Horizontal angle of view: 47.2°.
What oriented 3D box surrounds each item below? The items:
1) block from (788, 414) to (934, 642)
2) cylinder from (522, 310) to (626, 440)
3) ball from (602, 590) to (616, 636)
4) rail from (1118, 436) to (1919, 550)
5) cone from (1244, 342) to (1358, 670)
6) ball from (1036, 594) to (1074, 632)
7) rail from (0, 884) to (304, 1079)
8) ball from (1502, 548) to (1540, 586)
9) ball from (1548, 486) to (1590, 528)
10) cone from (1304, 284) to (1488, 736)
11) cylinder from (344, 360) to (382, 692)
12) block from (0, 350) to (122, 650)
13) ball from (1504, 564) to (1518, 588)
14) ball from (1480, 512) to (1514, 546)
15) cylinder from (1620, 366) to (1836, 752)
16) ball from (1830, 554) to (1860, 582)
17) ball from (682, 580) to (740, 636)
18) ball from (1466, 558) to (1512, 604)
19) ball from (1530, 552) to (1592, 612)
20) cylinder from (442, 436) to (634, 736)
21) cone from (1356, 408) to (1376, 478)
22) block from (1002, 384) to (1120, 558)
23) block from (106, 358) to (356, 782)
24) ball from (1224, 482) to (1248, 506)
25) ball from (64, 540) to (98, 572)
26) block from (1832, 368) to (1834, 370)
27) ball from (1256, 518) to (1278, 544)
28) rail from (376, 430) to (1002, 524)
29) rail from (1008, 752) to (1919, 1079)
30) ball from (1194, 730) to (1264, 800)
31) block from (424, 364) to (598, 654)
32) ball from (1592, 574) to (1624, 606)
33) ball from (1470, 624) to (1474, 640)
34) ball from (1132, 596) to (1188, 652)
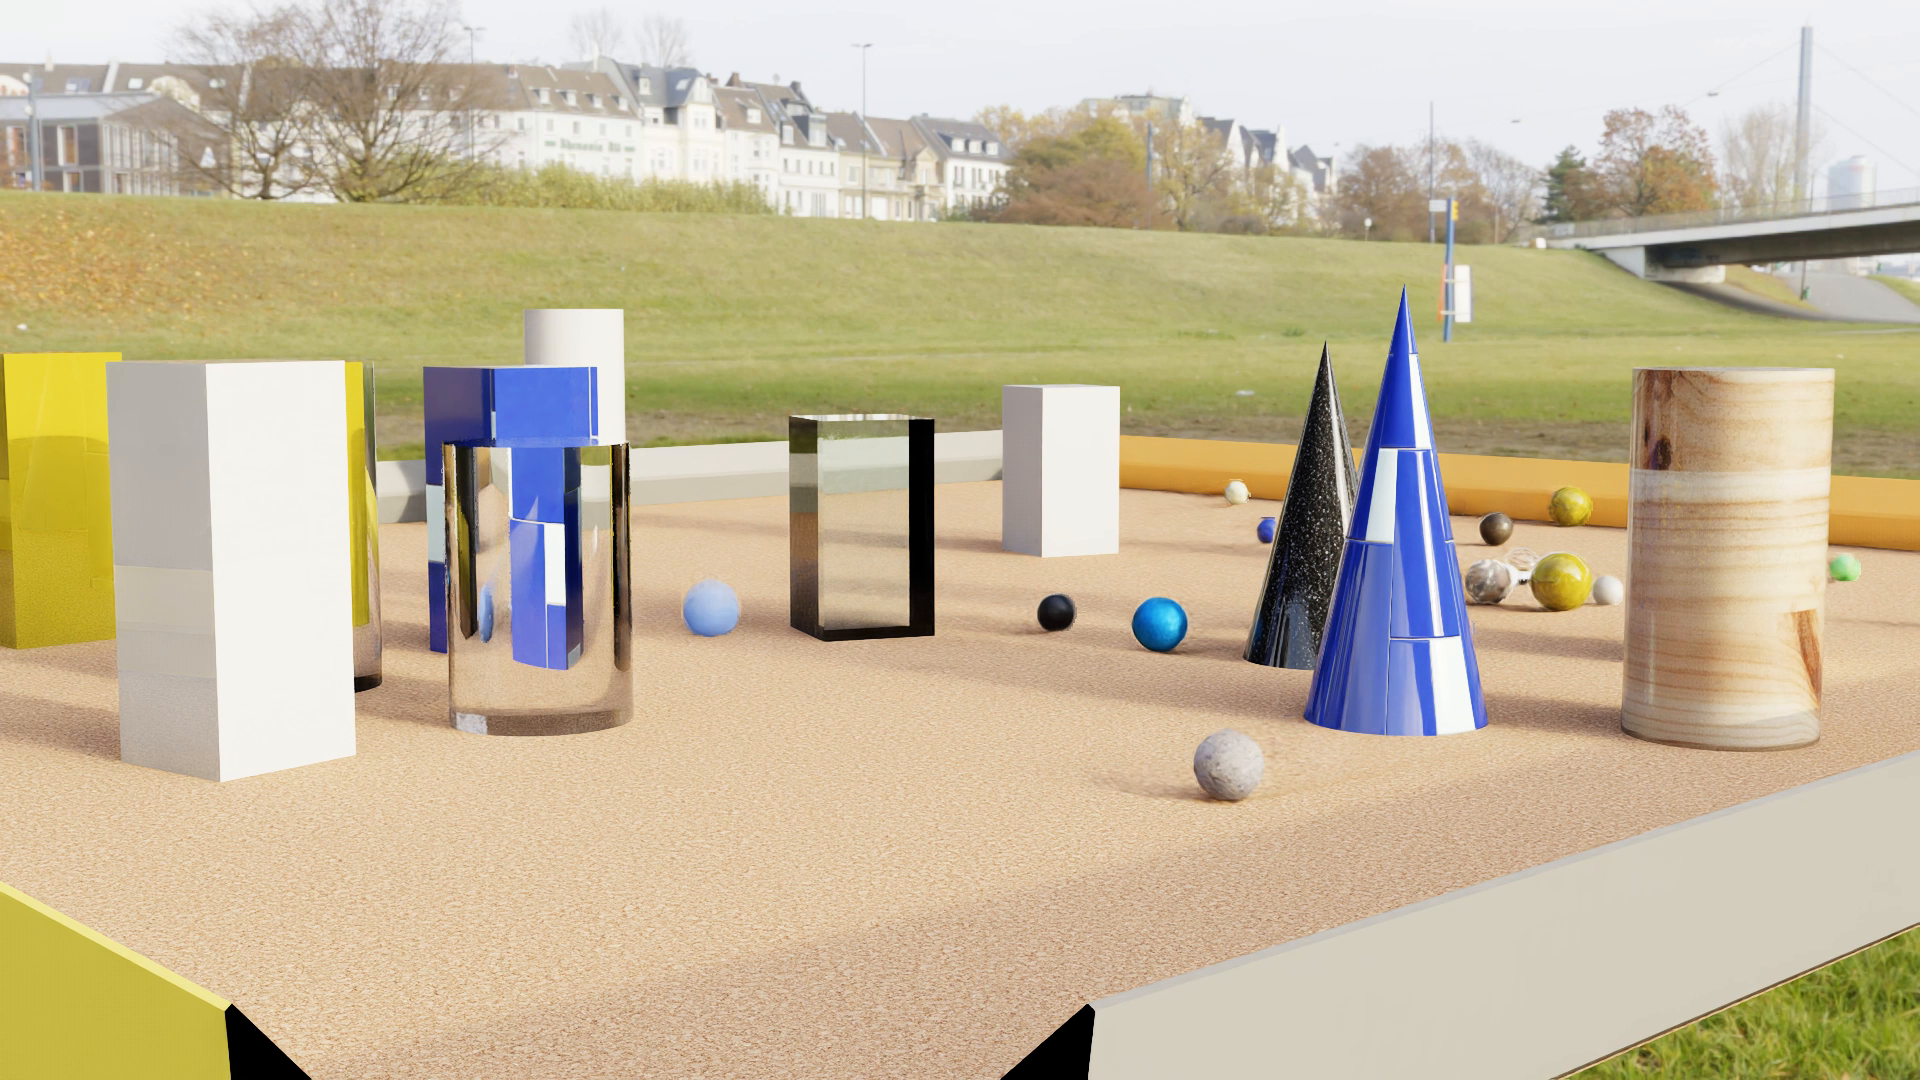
[{"bbox_3d":[-0.137,-0.021,3.054,0.159,0.298,0.159,-2,6,-21],"label":"block"},{"bbox_3d":[-0.776,-0.240,4.434,0.199,0.448,0.199,0,6,0],"label":"cylinder"},{"bbox_3d":[-0.504,0.099,2.980,0.075,0.075,0.075,0,6,0],"label":"ball"},{"bbox_3d":[1.328,-0.093,4.551,0.045,0.129,3.520,-5,8,-42],"label":"rail"},{"bbox_3d":[0.464,-0.052,2.807,0.199,0.410,0.199,0,6,0],"label":"cone"},{"bbox_3d":[0.133,0.101,3.057,0.053,0.053,0.053,0,6,0],"label":"ball"},{"bbox_3d":[-1.328,0.161,2.113,0.045,0.129,3.520,-5,8,-42],"label":"rail"},{"bbox_3d":[0.915,0.043,3.580,0.061,0.061,0.061,0,6,0],"label":"ball"},{"bbox_3d":[1.258,-0.069,4.541,0.085,0.085,0.085,0,6,0],"label":"ball"},{"bbox_3d":[0.477,-0.040,2.385,0.199,0.475,0.199,0,6,0],"label":"cone"},{"bbox_3d":[-0.792,-0.018,2.604,0.199,0.385,0.199,0,6,0],"label":"cylinder"},{"bbox_3d":[-1.246,-0.060,2.989,0.159,0.389,0.159,6,8,43],"label":"block"},{"bbox_3d":[0.875,0.059,3.526,0.041,0.041,0.041,0,6,0],"label":"ball"},{"bbox_3d":[1.020,-0.020,4.184,0.062,0.062,0.062,0,6,0],"label":"ball"},{"bbox_3d":[0.802,0.013,2.305,0.199,0.385,0.199,0,6,0],"label":"cylinder"},{"bbox_3d":[1.456,0.047,3.620,0.045,0.045,0.045,0,6,0],"label":"ball"},{"bbox_3d":[-0.341,0.093,3.016,0.078,0.078,0.078,0,6,0],"label":"ball"},{"bbox_3d":[0.804,0.063,3.345,0.069,0.069,0.069,0,6,0],"label":"ball"},{"bbox_3d":[0.892,0.062,3.266,0.089,0.089,0.089,0,6,0],"label":"ball"},{"bbox_3d":[-0.457,0.045,2.391,0.199,0.303,0.199,0,6,0],"label":"cylinder"},{"bbox_3d":[0.765,-0.159,3.899,0.199,0.397,0.199,0,6,0],"label":"cone"},{"bbox_3d":[0.186,-0.132,4.075,0.159,0.306,0.159,-3,7,-26],"label":"block"},{"bbox_3d":[-0.719,0.022,2.174,0.159,0.395,0.159,4,7,35],"label":"block"},{"bbox_3d":[0.636,-0.108,5.058,0.055,0.055,0.055,0,6,0],"label":"ball"},{"bbox_3d":[-1.500,0.029,3.751,0.055,0.055,0.055,0,6,0],"label":"ball"},{"bbox_3d":[1.004,-0.029,2.771,0.159,0.372,0.159,3,6,24],"label":"block"},{"bbox_3d":[0.592,-0.016,4.210,0.049,0.049,0.049,0,6,0],"label":"ball"},{"bbox_3d":[-1.177,-0.099,4.601,3.663,0.129,0.045,-5,8,-42],"label":"rail"},{"bbox_3d":[1.177,0.166,2.063,3.663,0.129,0.045,-5,8,-42],"label":"rail"},{"bbox_3d":[0.245,0.205,2.007,0.064,0.064,0.064,0,6,0],"label":"ball"},{"bbox_3d":[-0.584,-0.040,2.876,0.159,0.373,0.159,6,8,43],"label":"block"},{"bbox_3d":[0.980,0.076,3.328,0.047,0.047,0.047,0,6,0],"label":"ball"},{"bbox_3d":[0.653,0.123,2.891,0.045,0.045,0.045,0,6,0],"label":"ball"},{"bbox_3d":[0.261,0.110,2.882,0.072,0.072,0.072,0,6,0],"label":"ball"}]
